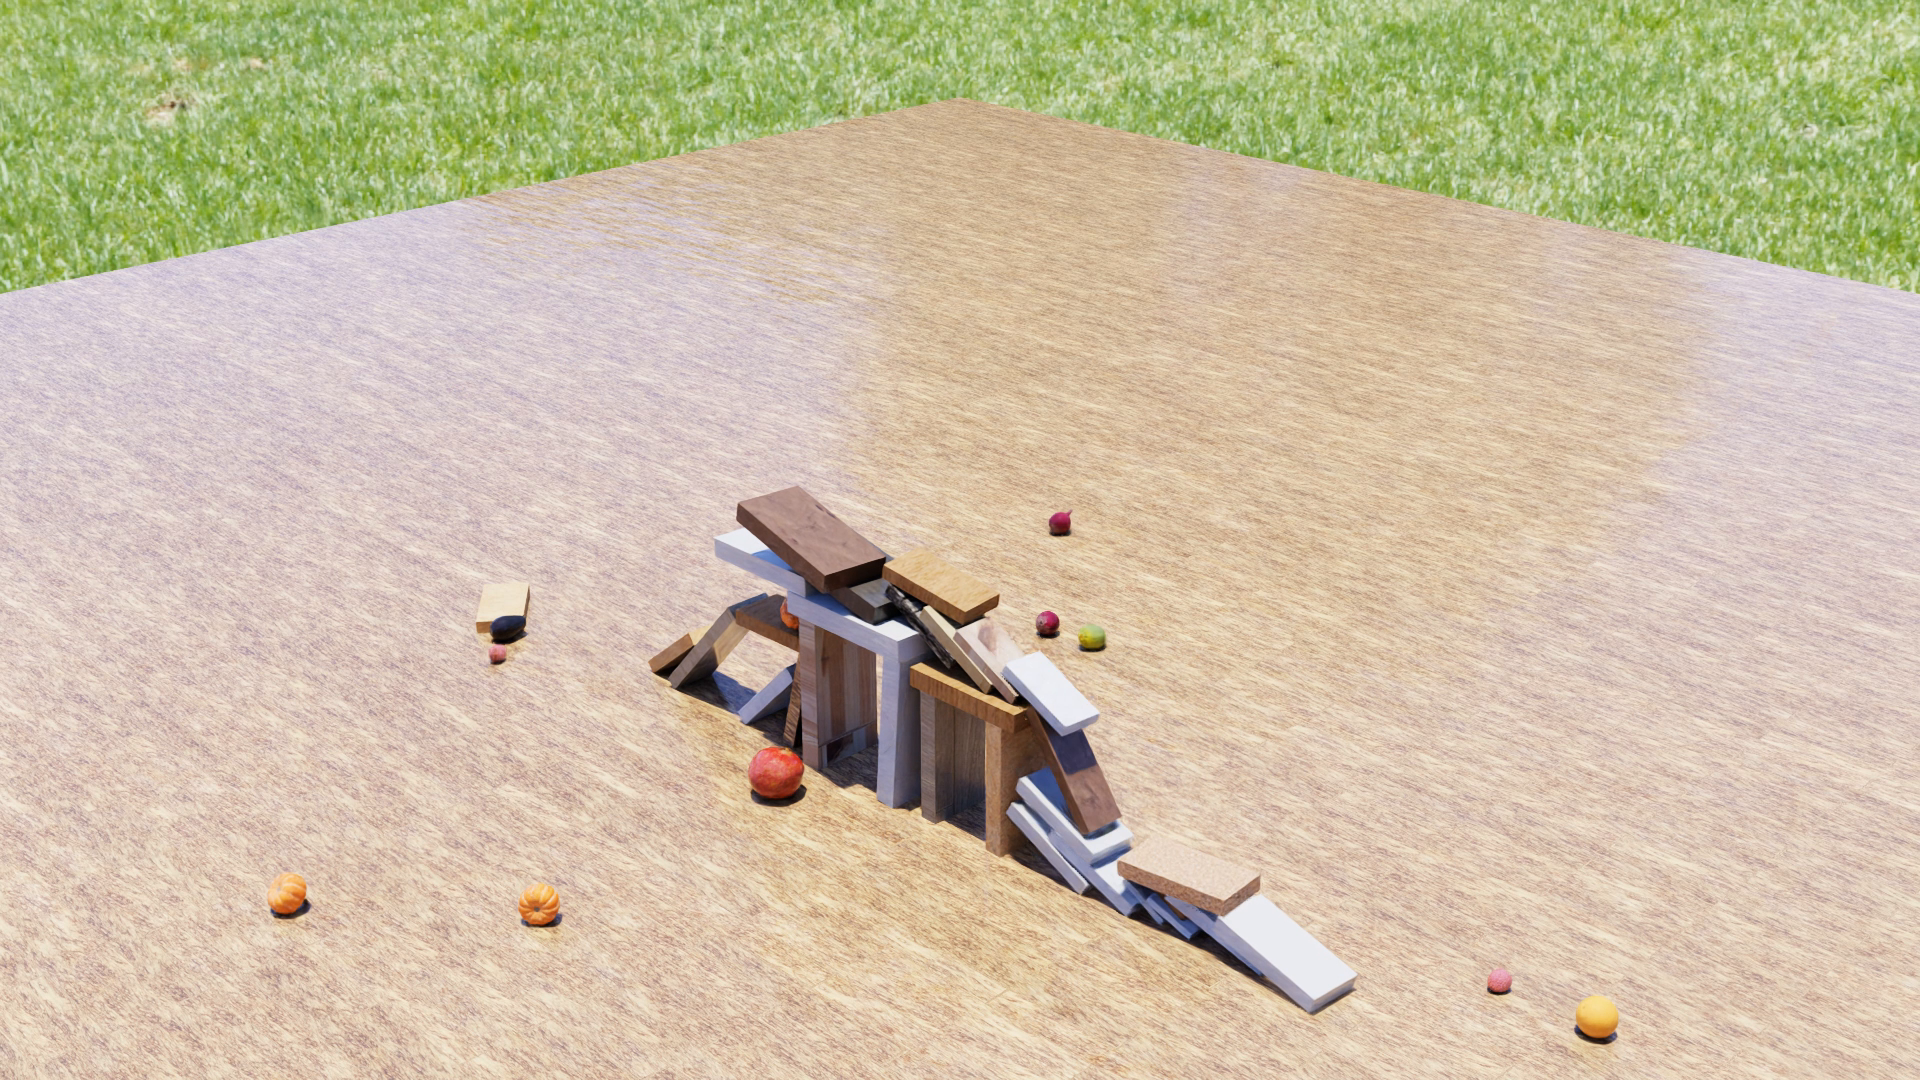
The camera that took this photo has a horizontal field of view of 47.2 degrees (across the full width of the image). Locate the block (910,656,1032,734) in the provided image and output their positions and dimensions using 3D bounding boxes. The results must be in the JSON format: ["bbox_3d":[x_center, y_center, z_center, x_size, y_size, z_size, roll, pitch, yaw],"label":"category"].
[{"bbox_3d":[0.053,0.289,4.294,0.143,0.041,0.286,-21,31,-40],"label":"block"}]

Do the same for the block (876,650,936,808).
[{"bbox_3d":[-0.084,0.362,4.467,0.171,0.341,0.048,-21,36,-41],"label":"block"}]

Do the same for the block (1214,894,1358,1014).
[{"bbox_3d":[0.578,0.734,3.914,0.118,0.034,0.237,-18,43,-38],"label":"block"}]

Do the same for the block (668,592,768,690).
[{"bbox_3d":[-0.534,0.226,4.882,0.109,0.337,0.031,-22,73,-41],"label":"block"}]

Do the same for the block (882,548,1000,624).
[{"bbox_3d":[-0.038,0.090,4.339,0.214,0.030,0.107,29,36,30],"label":"block"}]

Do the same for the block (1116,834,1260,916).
[{"bbox_3d":[0.419,0.615,4.040,0.237,0.034,0.118,16,28,37],"label":"block"}]

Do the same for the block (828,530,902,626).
[{"bbox_3d":[-0.218,0.060,4.481,0.153,0.043,0.306,-21,42,-39],"label":"block"}]

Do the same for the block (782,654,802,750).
[{"bbox_3d":[-0.306,0.326,4.688,0.118,0.237,0.034,-21,46,-41],"label":"block"}]

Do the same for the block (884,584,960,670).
[{"bbox_3d":[-0.042,0.154,4.351,0.107,0.030,0.214,-20,58,-39],"label":"block"}]

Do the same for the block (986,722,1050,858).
[{"bbox_3d":[0.116,0.464,4.300,0.143,0.286,0.041,-20,30,-39],"label":"block"}]

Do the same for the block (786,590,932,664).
[{"bbox_3d":[-0.177,0.150,4.468,0.171,0.048,0.341,-20,30,-39],"label":"block"}]

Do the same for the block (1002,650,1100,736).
[{"bbox_3d":[0.172,0.290,4.169,0.091,0.026,0.182,-18,51,-39],"label":"block"}]

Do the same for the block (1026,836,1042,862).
[{"bbox_3d":[0.152,0.574,4.298,0.049,0.097,0.014,-18,-10,-40],"label":"block"}]

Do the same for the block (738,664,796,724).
[{"bbox_3d":[-0.377,0.320,4.763,0.118,0.034,0.237,-21,-14,-41],"label":"block"}]

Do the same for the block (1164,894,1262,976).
[{"bbox_3d":[0.502,0.691,4.019,0.118,0.034,0.237,-20,44,-39],"label":"block"}]

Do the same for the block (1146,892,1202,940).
[{"bbox_3d":[0.403,0.689,4.070,0.054,0.015,0.109,-23,52,-42],"label":"block"}]

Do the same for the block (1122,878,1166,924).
[{"bbox_3d":[0.358,0.664,4.109,0.054,0.015,0.109,-22,62,-42],"label":"block"}]

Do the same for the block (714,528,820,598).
[{"bbox_3d":[-0.363,0.036,4.629,0.153,0.043,0.306,-20,29,-39],"label":"block"}]

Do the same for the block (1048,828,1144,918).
[{"bbox_3d":[0.281,0.611,4.177,0.109,0.031,0.219,-22,54,-41],"label":"block"}]

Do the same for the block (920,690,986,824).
[{"bbox_3d":[-0.013,0.414,4.419,0.143,0.286,0.041,-21,31,-41],"label":"block"}]

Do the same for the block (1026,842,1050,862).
[{"bbox_3d":[0.182,0.603,4.260,0.097,0.014,0.049,34,45,16],"label":"block"}]

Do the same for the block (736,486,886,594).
[{"bbox_3d":[-0.305,-0.004,4.478,0.153,0.043,0.306,-17,40,-36],"label":"block"}]

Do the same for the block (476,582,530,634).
[{"bbox_3d":[-1.108,0.164,5.335,0.109,0.031,0.218,-2,23,-6],"label":"block"}]

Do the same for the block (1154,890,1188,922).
[{"bbox_3d":[0.400,0.657,4.085,0.054,0.015,0.109,-15,47,-36],"label":"block"}]

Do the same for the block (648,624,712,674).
[{"bbox_3d":[-0.612,0.241,4.990,0.109,0.031,0.218,-19,-8,-38],"label":"block"}]

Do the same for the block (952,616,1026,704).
[{"bbox_3d":[0.078,0.231,4.240,0.091,0.026,0.182,-21,59,-40],"label":"block"}]

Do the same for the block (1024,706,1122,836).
[{"bbox_3d":[0.215,0.424,4.170,0.091,0.259,0.026,-20,-7,-40],"label":"block"}]

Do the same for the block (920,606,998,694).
[{"bbox_3d":[0.028,0.200,4.291,0.107,0.030,0.214,-20,58,-39],"label":"block"}]

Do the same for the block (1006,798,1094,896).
[{"bbox_3d":[0.201,0.575,4.239,0.109,0.031,0.219,-22,60,-42],"label":"block"}]

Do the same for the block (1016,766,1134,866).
[{"bbox_3d":[0.219,0.521,4.209,0.109,0.031,0.219,-18,48,-38],"label":"block"}]

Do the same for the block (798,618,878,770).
[{"bbox_3d":[-0.254,0.297,4.624,0.048,0.341,0.171,21,31,41],"label":"block"}]

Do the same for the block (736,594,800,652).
[{"bbox_3d":[-0.355,0.181,4.684,0.237,0.034,0.118,21,31,40],"label":"block"}]
